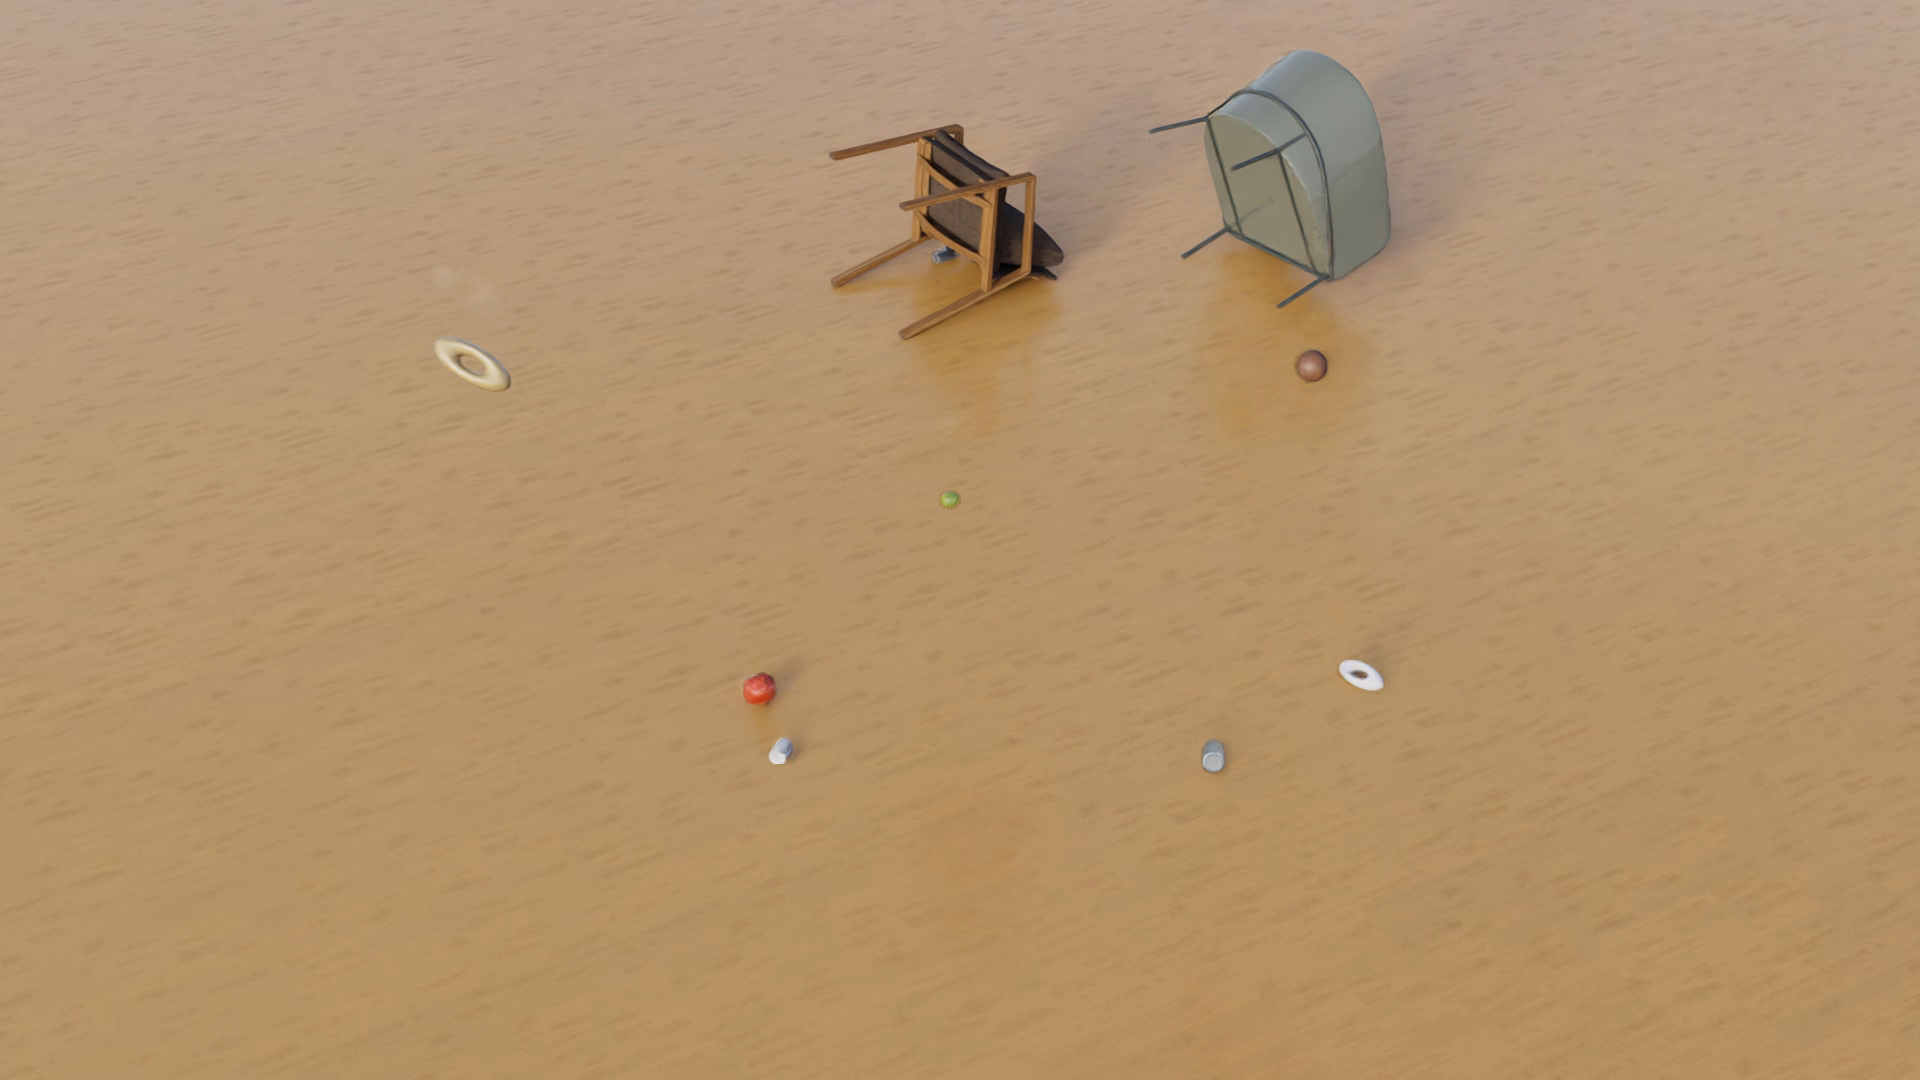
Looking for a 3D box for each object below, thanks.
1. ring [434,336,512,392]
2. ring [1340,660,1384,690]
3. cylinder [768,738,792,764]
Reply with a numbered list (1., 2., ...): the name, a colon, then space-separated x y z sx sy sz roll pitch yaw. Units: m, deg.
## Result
1. ring: -1.830 -0.661 11.009 0.327 0.139 0.102 30 -3 0
2. ring: 1.391 0.468 10.158 0.188 0.061 0.087 27 83 41
3. cylinder: -0.600 0.708 9.811 0.065 0.057 0.067 -21 26 34
